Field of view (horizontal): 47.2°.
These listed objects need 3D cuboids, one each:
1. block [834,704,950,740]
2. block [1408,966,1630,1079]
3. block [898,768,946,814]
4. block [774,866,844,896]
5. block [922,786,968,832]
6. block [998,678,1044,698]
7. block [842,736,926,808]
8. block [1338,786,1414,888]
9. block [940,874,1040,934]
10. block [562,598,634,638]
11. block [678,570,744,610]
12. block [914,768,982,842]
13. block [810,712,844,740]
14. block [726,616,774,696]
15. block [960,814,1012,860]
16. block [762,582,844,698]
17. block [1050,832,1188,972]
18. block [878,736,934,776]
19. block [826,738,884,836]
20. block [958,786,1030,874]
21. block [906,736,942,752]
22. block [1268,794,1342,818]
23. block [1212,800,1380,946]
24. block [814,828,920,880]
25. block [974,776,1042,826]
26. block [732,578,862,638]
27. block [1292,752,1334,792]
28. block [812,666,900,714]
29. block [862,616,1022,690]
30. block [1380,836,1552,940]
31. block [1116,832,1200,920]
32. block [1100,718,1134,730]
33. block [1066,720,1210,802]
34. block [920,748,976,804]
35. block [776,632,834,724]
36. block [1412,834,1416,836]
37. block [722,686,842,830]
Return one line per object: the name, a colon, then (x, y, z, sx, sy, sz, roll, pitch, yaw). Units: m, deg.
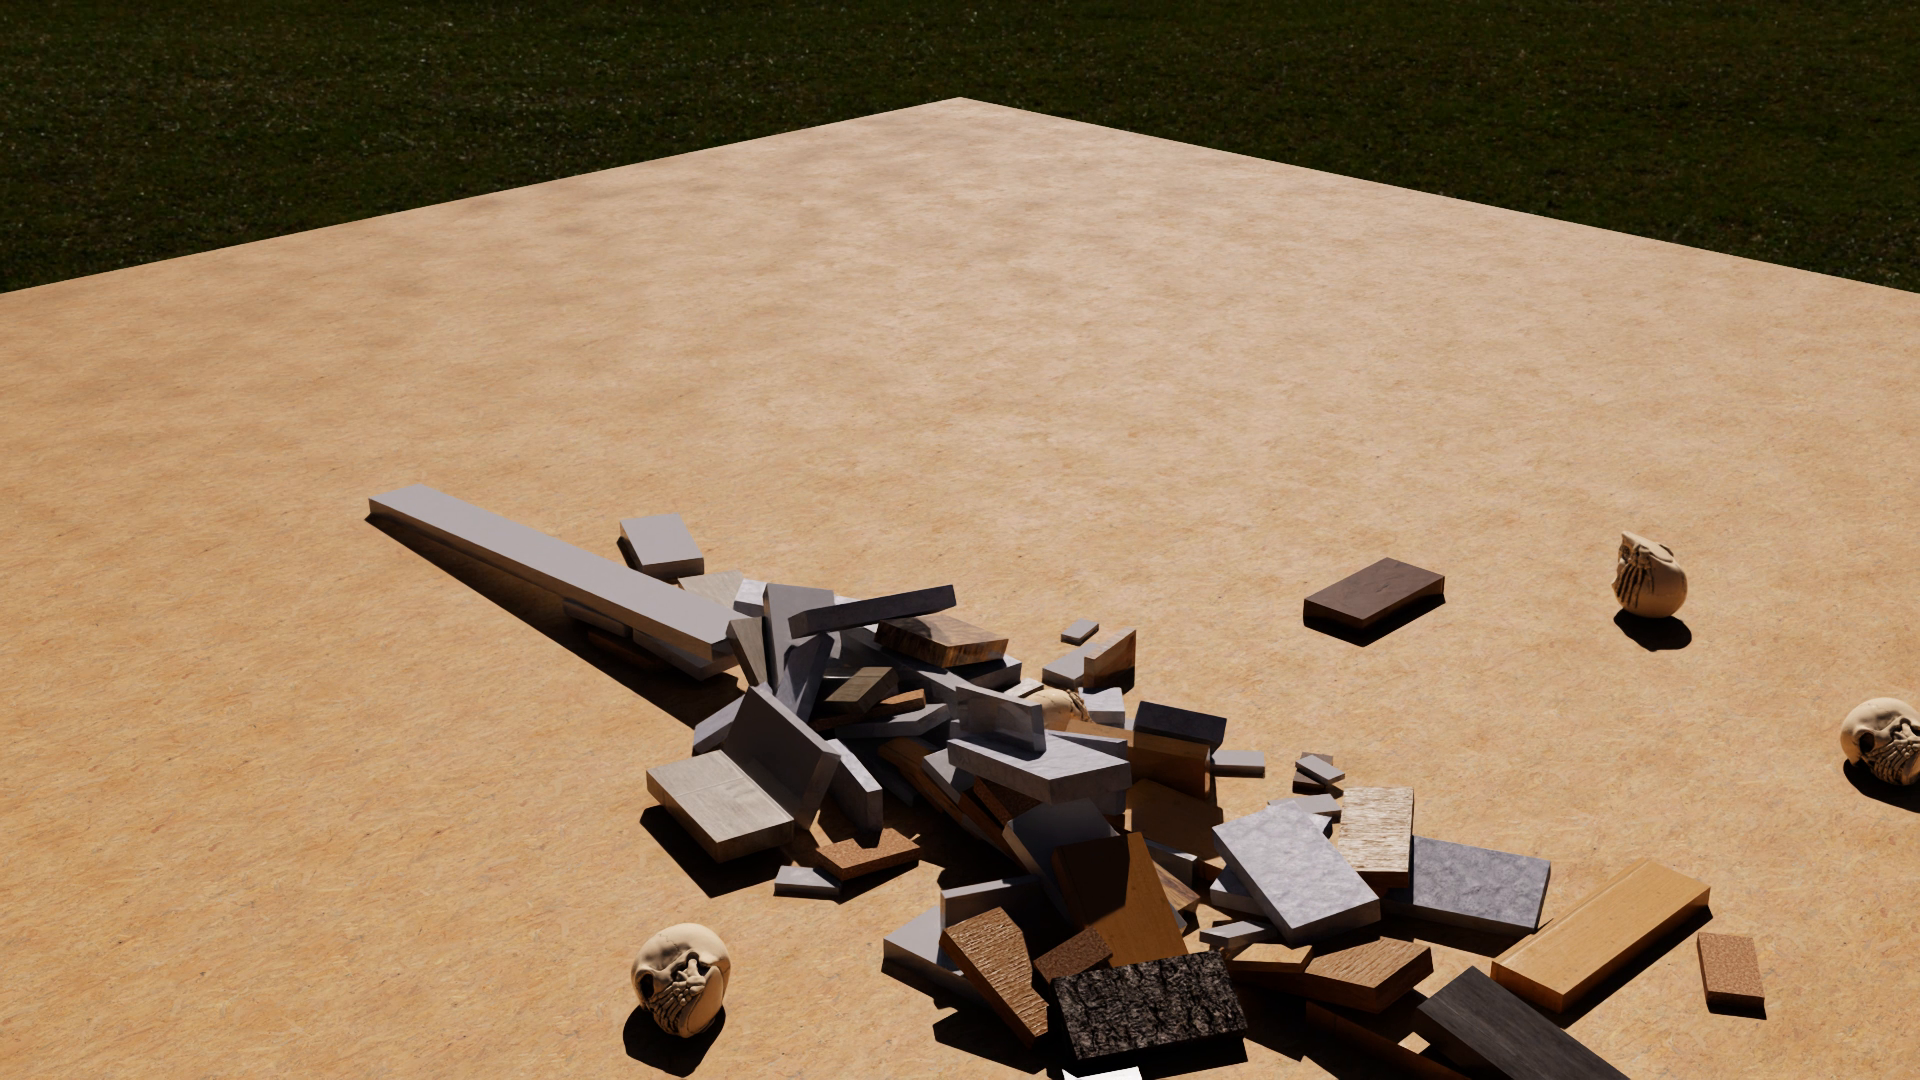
block: (-0.142, 0.377, 4.574, 0.221, 0.031, 0.111, -6, 11, 36)
block: (0.924, 0.847, 3.595, 0.340, 0.048, 0.170, 35, 39, 31)
block: (-0.054, 0.497, 4.486, 0.069, 0.020, 0.138, -20, 51, -39)
block: (-0.287, 0.651, 4.204, 0.125, 0.018, 0.063, 3, 23, 7)
block: (-0.006, 0.525, 4.438, 0.069, 0.020, 0.138, -21, 51, -40)
block: (0.136, 0.338, 4.945, 0.101, 0.014, 0.050, -21, 31, -40)
block: (-0.131, 0.466, 4.565, 0.111, 0.031, 0.221, -21, 43, -40)
block: (0.782, 0.557, 4.139, 0.131, 0.037, 0.263, -1, 29, 15)
block: (0.055, 0.664, 3.974, 0.182, 0.091, 0.026, -8, 24, -18)
block: (-0.824, 0.170, 5.233, 0.239, 0.034, 0.120, 17, 28, 42)
block: (-0.567, 0.161, 5.324, 0.156, 0.044, 0.312, -9, 25, -20)
block: (0.006, 0.513, 4.405, 0.186, 0.026, 0.093, 43, 42, 18)
block: (-0.241, 0.417, 4.670, 0.111, 0.031, 0.221, -20, 45, -40)
block: (-0.388, 0.295, 4.830, 0.154, 0.044, 0.309, -5, 47, -29)
block: (0.103, 0.576, 4.313, 0.186, 0.026, 0.093, 32, 37, 30)
block: (-0.344, 0.227, 4.857, 0.154, 0.044, 0.309, 7, 42, -18)
block: (0.293, 0.683, 3.892, 0.167, 0.047, 0.334, -8, 53, -17)
block: (-0.095, 0.447, 4.497, 0.138, 0.020, 0.069, 26, 34, 36)
block: (-0.214, 0.503, 4.428, 0.033, 0.115, 0.230, -10, 25, -22)
block: (0.143, 0.566, 4.251, 0.142, 0.040, 0.283, -21, 51, -40)
block: (-0.116, 0.429, 4.684, 0.157, 0.022, 0.079, 23, 9, 42)
block: (0.697, 0.545, 4.452, 0.134, 0.019, 0.067, -5, 23, -11)
block: (0.609, 0.606, 4.012, 0.170, 0.048, 0.340, -17, 29, -12)
block: (-0.180, 0.609, 4.265, 0.186, 0.026, 0.093, -10, 24, -38)
block: (0.158, 0.527, 4.182, 0.142, 0.040, 0.283, -10, 35, -29)
block: (-0.377, 0.165, 5.234, 0.309, 0.044, 0.154, 10, 19, 0)
block: (0.738, 0.485, 4.594, 0.065, 0.018, 0.130, 7, 24, 16)
block: (-0.239, 0.315, 4.621, 0.115, 0.033, 0.230, -43, 23, -32)
block: (-0.044, 0.261, 5.042, 0.346, 0.049, 0.173, 24, 27, 39)
block: (0.930, 0.643, 4.099, 0.307, 0.043, 0.153, 8, 49, 23)
block: (0.297, 0.632, 4.136, 0.142, 0.040, 0.283, -21, 45, -40)
block: (0.393, 0.422, 4.733, 0.190, 0.027, 0.095, 5, 23, 11)
block: (0.362, 0.454, 4.482, 0.291, 0.145, 0.041, 10, 47, 15)
block: (0.016, 0.485, 4.368, 0.093, 0.026, 0.186, -16, 45, -37)
block: (-0.340, 0.310, 4.651, 0.115, 0.033, 0.230, -31, 31, 41)
block: (0.905, 0.611, 4.218, 0.190, 0.027, 0.095, 13, 25, 27)
block: (-0.372, 0.443, 4.500, 0.047, 0.167, 0.334, 18, 9, -37)
